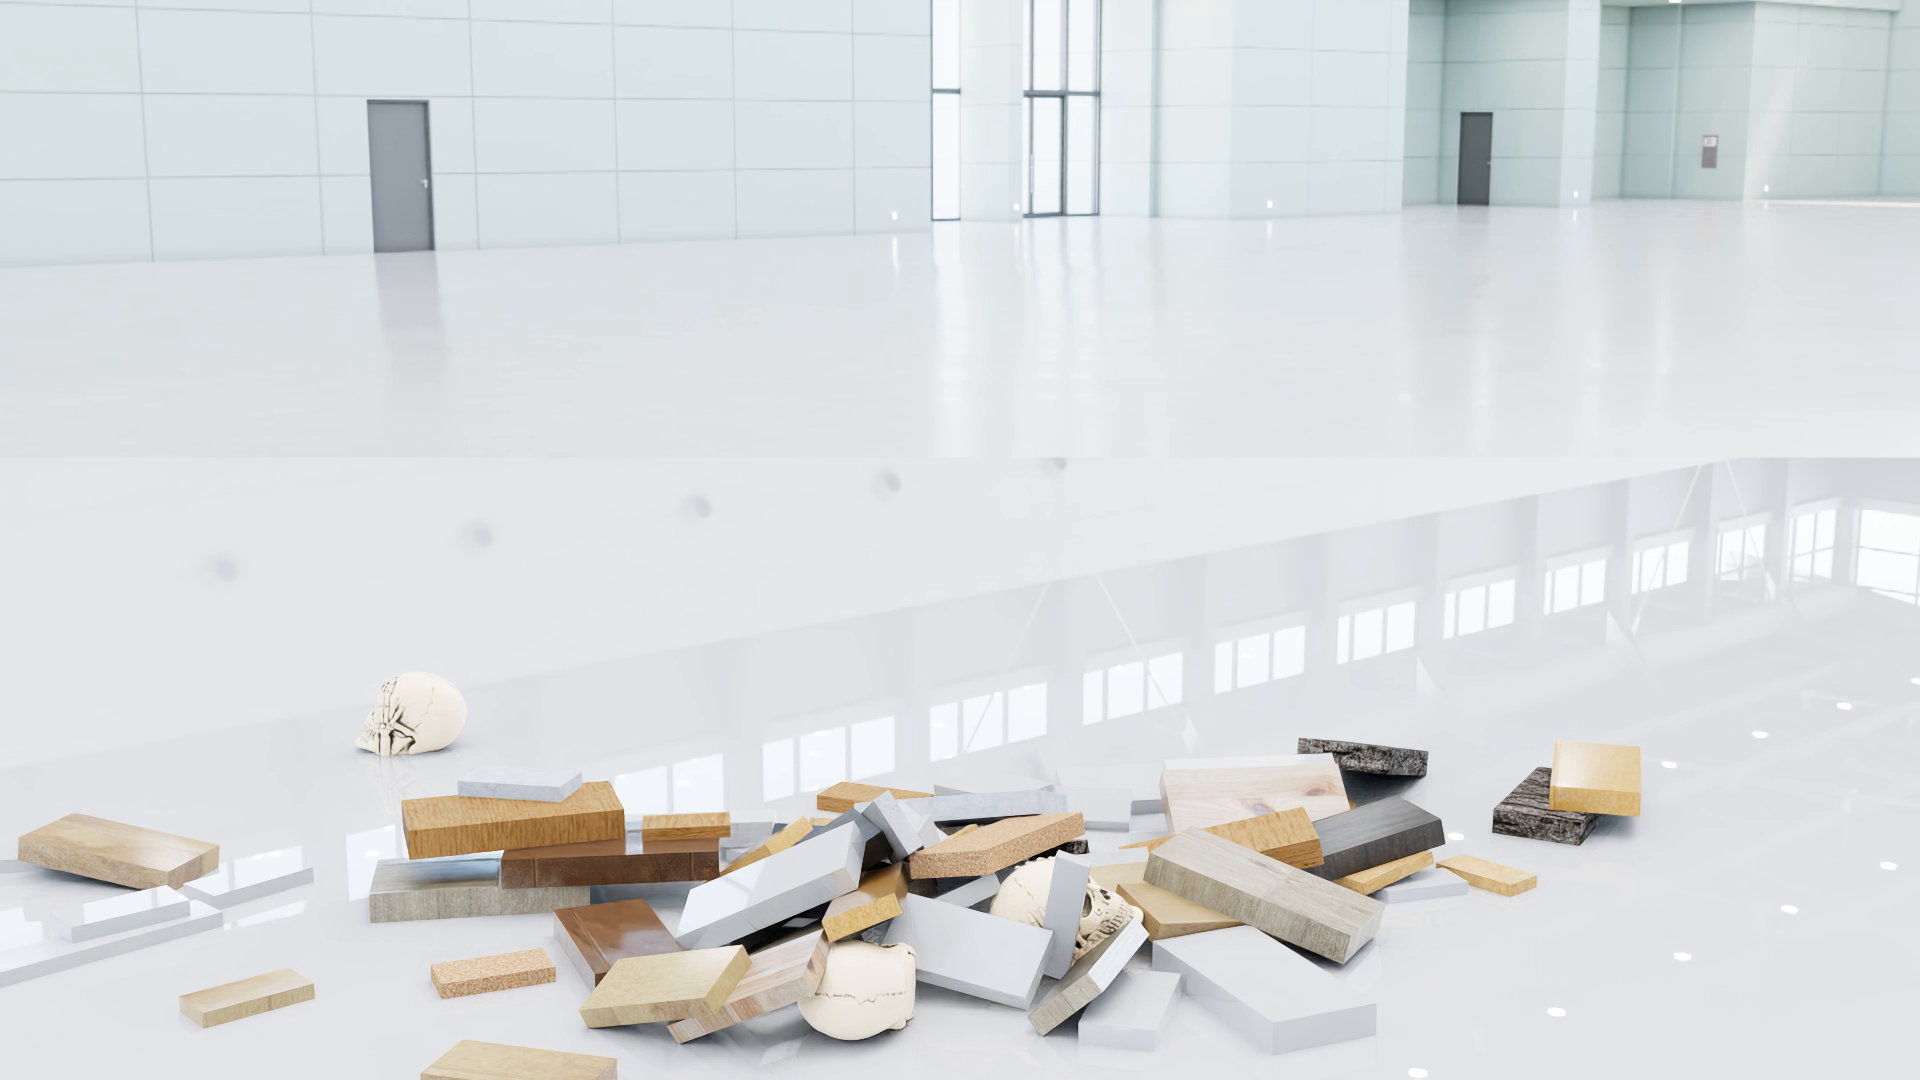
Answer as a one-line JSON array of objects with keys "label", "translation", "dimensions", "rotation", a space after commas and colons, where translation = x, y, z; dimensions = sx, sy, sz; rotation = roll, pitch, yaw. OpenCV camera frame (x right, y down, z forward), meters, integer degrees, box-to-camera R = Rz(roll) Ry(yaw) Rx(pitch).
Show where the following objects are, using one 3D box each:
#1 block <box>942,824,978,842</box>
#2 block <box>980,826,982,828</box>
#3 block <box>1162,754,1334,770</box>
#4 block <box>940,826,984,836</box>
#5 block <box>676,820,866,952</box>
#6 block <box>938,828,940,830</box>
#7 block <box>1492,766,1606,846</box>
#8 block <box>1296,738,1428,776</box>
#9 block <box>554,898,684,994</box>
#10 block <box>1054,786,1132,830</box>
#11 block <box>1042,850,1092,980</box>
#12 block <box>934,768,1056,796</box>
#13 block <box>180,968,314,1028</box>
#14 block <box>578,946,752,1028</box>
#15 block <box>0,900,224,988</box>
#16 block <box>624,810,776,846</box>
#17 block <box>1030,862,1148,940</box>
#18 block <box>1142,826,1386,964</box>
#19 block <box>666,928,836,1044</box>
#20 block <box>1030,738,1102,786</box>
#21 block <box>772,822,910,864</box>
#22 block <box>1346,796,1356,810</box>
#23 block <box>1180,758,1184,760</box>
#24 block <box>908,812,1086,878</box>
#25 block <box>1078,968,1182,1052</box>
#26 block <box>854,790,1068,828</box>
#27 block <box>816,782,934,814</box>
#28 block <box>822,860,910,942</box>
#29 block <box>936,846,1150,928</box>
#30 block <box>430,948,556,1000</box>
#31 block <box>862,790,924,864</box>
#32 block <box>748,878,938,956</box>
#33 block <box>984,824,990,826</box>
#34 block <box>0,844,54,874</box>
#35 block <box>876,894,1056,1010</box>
[{"label": "block", "translation": [0.003, 0.499, 3.552], "dimensions": [0.015, 0.051, 0.103], "rotation": [-10, 5, 29]}, {"label": "block", "translation": [0.000, 0.504, 3.668], "dimensions": [0.107, 0.015, 0.054], "rotation": [-12, 9, -21]}, {"label": "block", "translation": [0.534, 0.467, 3.979], "dimensions": [0.314, 0.044, 0.157], "rotation": [-1, 46, -7]}, {"label": "block", "translation": [0.005, 0.513, 3.879], "dimensions": [0.054, 0.015, 0.200], "rotation": [-5, -6, 8]}, {"label": "block", "translation": [-0.289, 0.537, 3.382], "dimensions": [0.292, 0.041, 0.146], "rotation": [-24, 18, 11]}, {"label": "block", "translation": [-0.100, 0.517, 4.009], "dimensions": [0.140, 0.020, 0.070], "rotation": [4, 11, 20]}, {"label": "block", "translation": [1.110, 0.491, 4.080], "dimensions": [0.157, 0.044, 0.314], "rotation": [6, 12, 28]}, {"label": "block", "translation": [0.777, 0.417, 4.225], "dimensions": [0.170, 0.048, 0.340], "rotation": [5, -4, 25]}, {"label": "block", "translation": [-0.521, 0.624, 3.373], "dimensions": [0.145, 0.041, 0.291], "rotation": [-4, 11, -22]}, {"label": "block", "translation": [0.231, 0.491, 4.032], "dimensions": [0.164, 0.023, 0.082], "rotation": [1, 41, 8]}, {"label": "block", "translation": [0.151, 0.554, 3.231], "dimensions": [0.051, 0.237, 0.015], "rotation": [17, 37, 13]}, {"label": "block", "translation": [0.063, 0.466, 4.065], "dimensions": [0.111, 0.031, 0.222], "rotation": [-15, 11, -36]}, {"label": "block", "translation": [-1.037, 0.665, 3.199], "dimensions": [0.167, 0.024, 0.084], "rotation": [-9, 14, -41]}, {"label": "block", "translation": [-0.416, 0.630, 3.100], "dimensions": [0.229, 0.032, 0.114], "rotation": [-12, 23, 31]}, {"label": "block", "translation": [-1.382, 0.634, 3.366], "dimensions": [0.085, 0.024, 0.502], "rotation": [10, 14, 43]}, {"label": "block", "translation": [-0.473, 0.513, 3.892], "dimensions": [0.292, 0.041, 0.146], "rotation": [-2, 1, -2]}, {"label": "block", "translation": [0.233, 0.574, 3.494], "dimensions": [0.222, 0.031, 0.111], "rotation": [-3, 51, -17]}, {"label": "block", "translation": [0.478, 0.554, 3.457], "dimensions": [0.340, 0.048, 0.170], "rotation": [20, 17, 25]}, {"label": "block", "translation": [-0.291, 0.623, 3.067], "dimensions": [0.229, 0.032, 0.114], "rotation": [-24, 17, 22]}, {"label": "block", "translation": [0.217, 0.451, 4.330], "dimensions": [0.111, 0.031, 0.335], "rotation": [-1, 11, -7]}, {"label": "block", "translation": [-0.189, 0.513, 3.697], "dimensions": [0.271, 0.032, 0.112], "rotation": [-4, -26, 46]}, {"label": "block", "translation": [0.648, 0.496, 4.113], "dimensions": [0.164, 0.023, 0.082], "rotation": [-1, 11, -7]}, {"label": "block", "translation": [0.541, 0.465, 4.071], "dimensions": [0.263, 0.037, 0.131], "rotation": [3, 30, 0]}, {"label": "block", "translation": [0.064, 0.485, 3.510], "dimensions": [0.131, 0.037, 0.368], "rotation": [-8, -1, 27]}, {"label": "block", "translation": [0.246, 0.670, 3.152], "dimensions": [0.108, 0.031, 0.217], "rotation": [3, 11, 15]}, {"label": "block", "translation": [0.002, 0.468, 3.799], "dimensions": [0.338, 0.041, 0.145], "rotation": [-7, -13, 22]}, {"label": "block", "translation": [-0.158, 0.491, 4.126], "dimensions": [0.197, 0.028, 0.099], "rotation": [5, 12, 24]}, {"label": "block", "translation": [-0.135, 0.532, 3.264], "dimensions": [0.108, 0.031, 0.423], "rotation": [-22, -2, -1]}, {"label": "block", "translation": [0.138, 0.567, 3.519], "dimensions": [0.374, 0.031, 0.111], "rotation": [-4, 51, -17]}, {"label": "block", "translation": [-0.698, 0.648, 3.290], "dimensions": [0.169, 0.024, 0.085], "rotation": [-5, 11, -23]}, {"label": "block", "translation": [-0.109, 0.453, 3.450], "dimensions": [0.028, 0.099, 0.239], "rotation": [-32, -6, -13]}, {"label": "block", "translation": [-0.203, 0.596, 3.334], "dimensions": [0.118, 0.034, 0.388], "rotation": [-23, -3, 42]}, {"label": "block", "translation": [0.036, 0.498, 3.947], "dimensions": [0.070, 0.020, 0.139], "rotation": [10, -5, -15]}, {"label": "block", "translation": [-1.581, 0.549, 3.824], "dimensions": [0.167, 0.024, 0.084], "rotation": [-3, 11, -14]}, {"label": "block", "translation": [0.008, 0.605, 3.245], "dimensions": [0.237, 0.034, 0.118], "rotation": [11, 50, 20]}]
